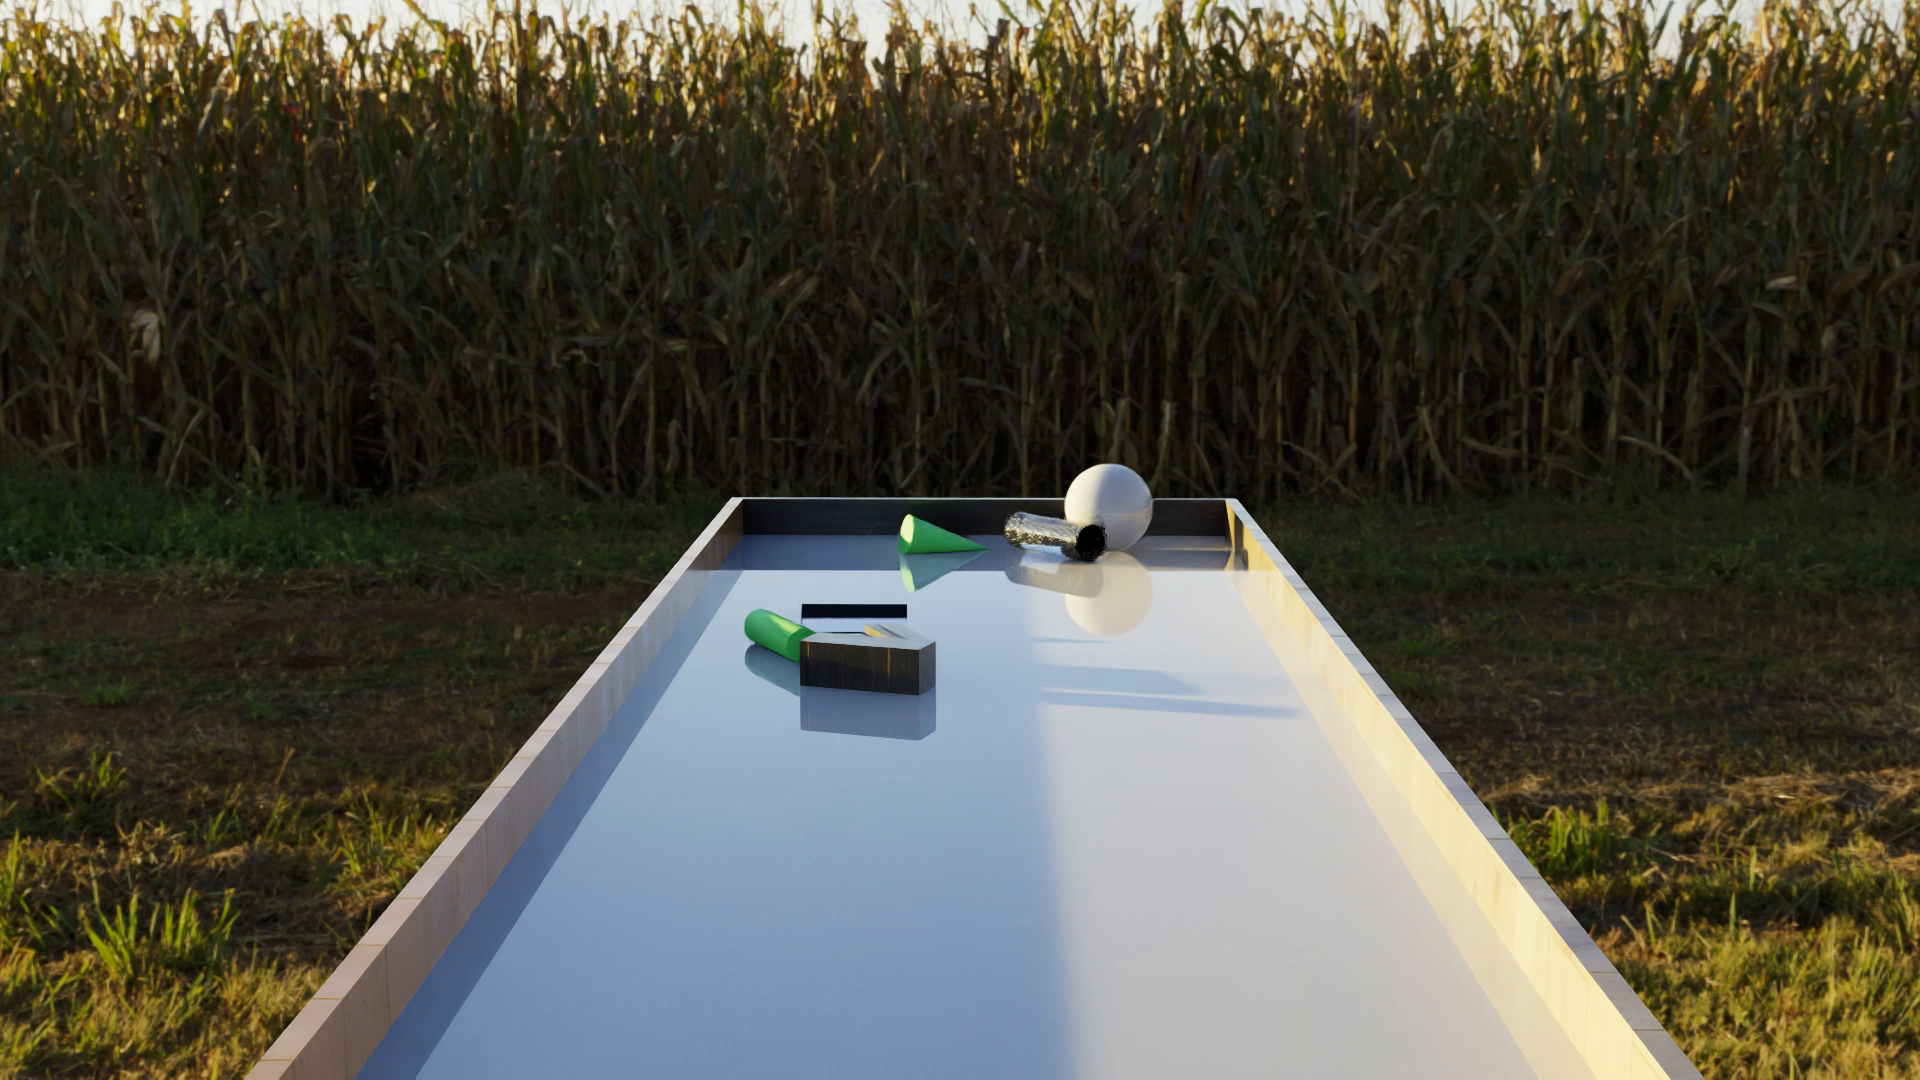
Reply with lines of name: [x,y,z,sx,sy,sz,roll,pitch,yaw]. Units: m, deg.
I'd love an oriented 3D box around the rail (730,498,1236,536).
rail: [0.099,-0.098,9.147,2.100,0.150,0.050,0,9,1]

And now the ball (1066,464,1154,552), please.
ball: [0.591,-0.129,8.711,0.349,0.349,0.349,0,9,0]

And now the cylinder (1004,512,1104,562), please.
cylinder: [0.368,-0.014,8.637,0.145,0.145,0.429,-7,11,-38]

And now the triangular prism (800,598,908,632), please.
triangular prism: [-0.342,0.249,7.148,0.343,0.086,0.100,6,-4,-2]

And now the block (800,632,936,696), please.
block: [-0.266,0.356,6.342,0.369,0.132,0.132,3,10,20]

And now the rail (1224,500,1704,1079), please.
rail: [1.046,0.843,3.208,0.050,0.150,12.000,0,9,1]

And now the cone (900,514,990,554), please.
cone: [-0.042,0.009,8.702,0.366,0.161,0.161,10,5,-20]

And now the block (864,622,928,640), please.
block: [-0.185,0.329,6.606,0.103,0.103,0.313,-4,10,-21]

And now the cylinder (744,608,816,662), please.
cylinder: [-0.555,0.294,6.811,0.107,0.107,0.354,-5,10,-27]

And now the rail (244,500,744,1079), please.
rail: [-1.004,0.839,3.234,0.050,0.150,12.000,0,9,1]
